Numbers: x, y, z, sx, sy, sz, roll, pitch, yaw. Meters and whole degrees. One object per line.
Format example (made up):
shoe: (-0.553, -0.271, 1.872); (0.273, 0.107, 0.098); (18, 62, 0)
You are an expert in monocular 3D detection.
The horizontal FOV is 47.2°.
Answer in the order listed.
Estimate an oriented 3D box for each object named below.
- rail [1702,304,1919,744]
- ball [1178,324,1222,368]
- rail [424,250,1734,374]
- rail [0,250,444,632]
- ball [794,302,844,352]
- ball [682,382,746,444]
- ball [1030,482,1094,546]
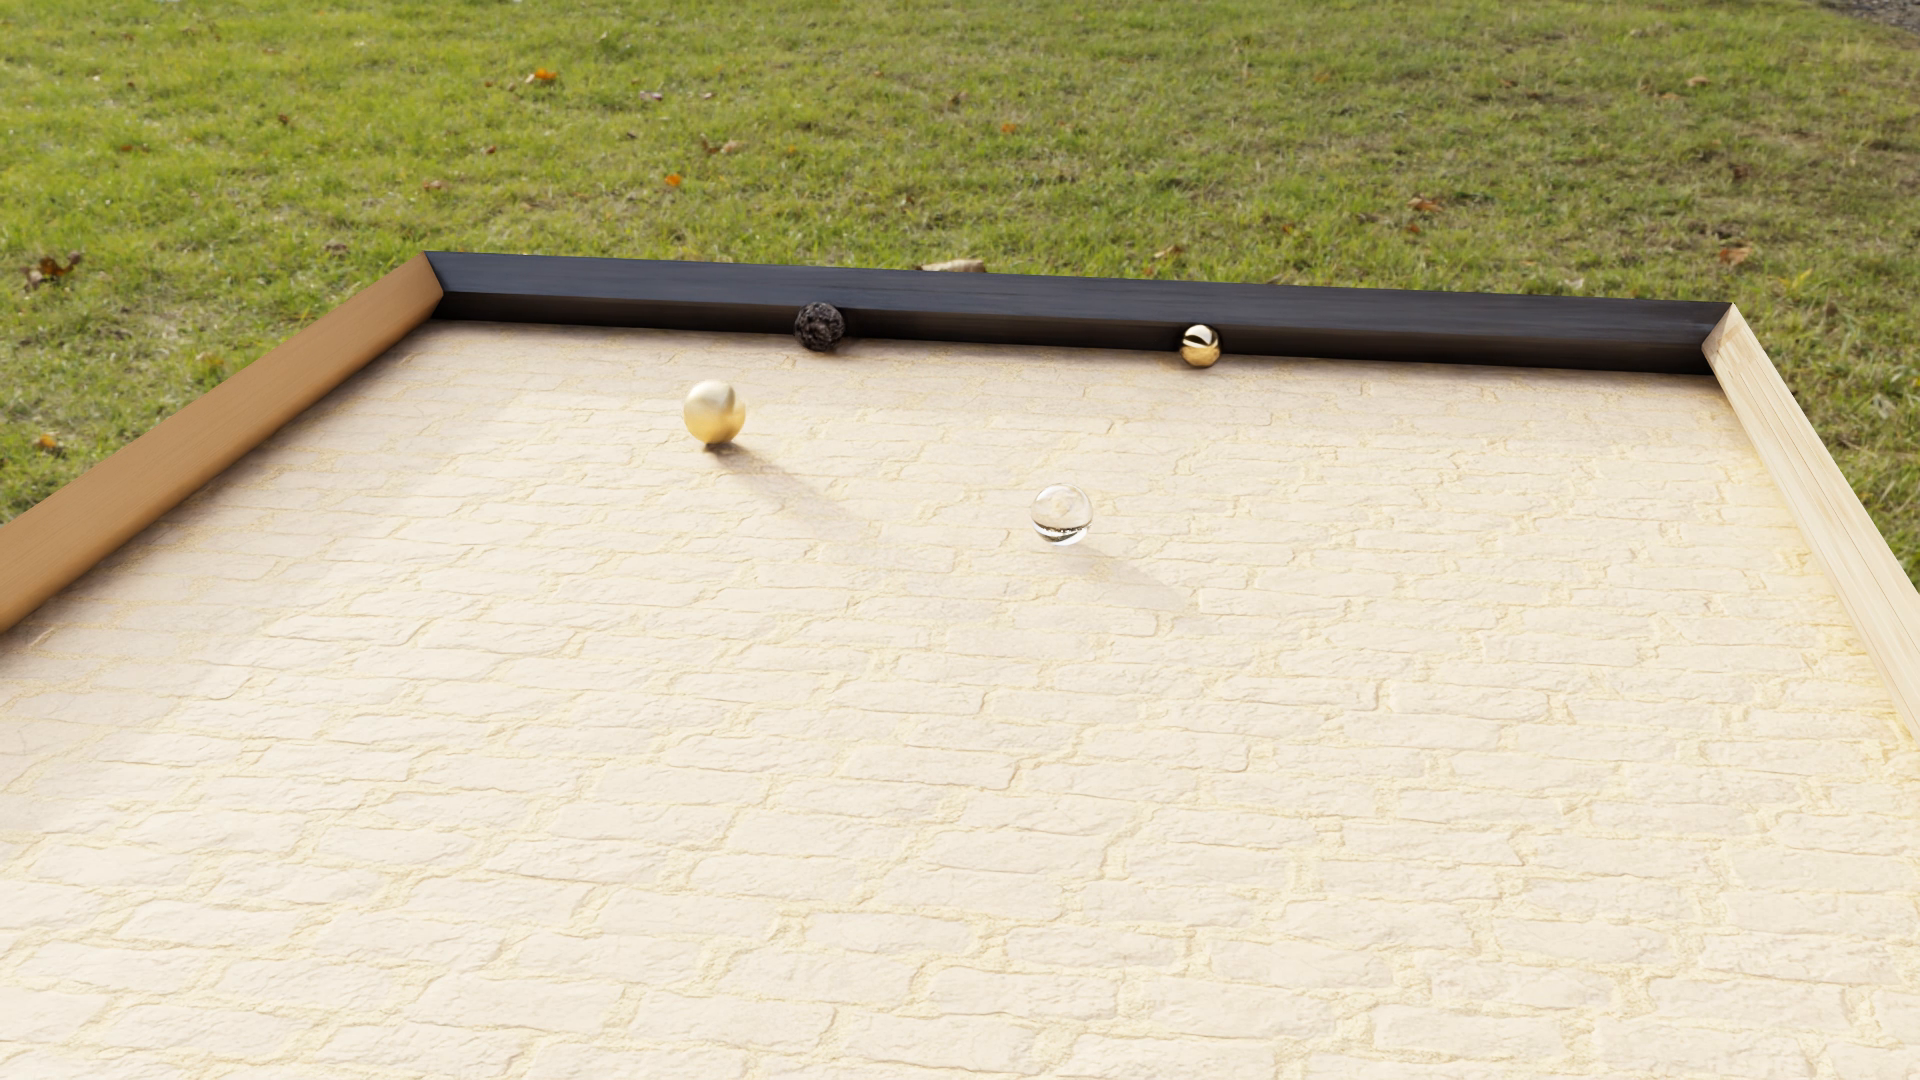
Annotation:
rail: (0.805, 0.362, 1.516); (0.045, 0.107, 3.536); (3, 22, 8)
ball: (0.348, -0.281, 3.183); (0.063, 0.063, 0.063); (0, 22, 0)
rail: (0.131, -0.333, 3.250); (1.948, 0.107, 0.045); (3, 22, 8)
rail: (-1.074, 0.255, 1.784); (0.045, 0.107, 3.536); (3, 22, 8)
ball: (-0.207, -0.315, 3.252); (0.073, 0.073, 0.073); (0, 22, 0)
ball: (-0.320, -0.166, 2.868); (0.082, 0.082, 0.082); (0, 22, 0)
ball: (0.118, -0.029, 2.541); (0.073, 0.073, 0.073); (0, 22, 0)
